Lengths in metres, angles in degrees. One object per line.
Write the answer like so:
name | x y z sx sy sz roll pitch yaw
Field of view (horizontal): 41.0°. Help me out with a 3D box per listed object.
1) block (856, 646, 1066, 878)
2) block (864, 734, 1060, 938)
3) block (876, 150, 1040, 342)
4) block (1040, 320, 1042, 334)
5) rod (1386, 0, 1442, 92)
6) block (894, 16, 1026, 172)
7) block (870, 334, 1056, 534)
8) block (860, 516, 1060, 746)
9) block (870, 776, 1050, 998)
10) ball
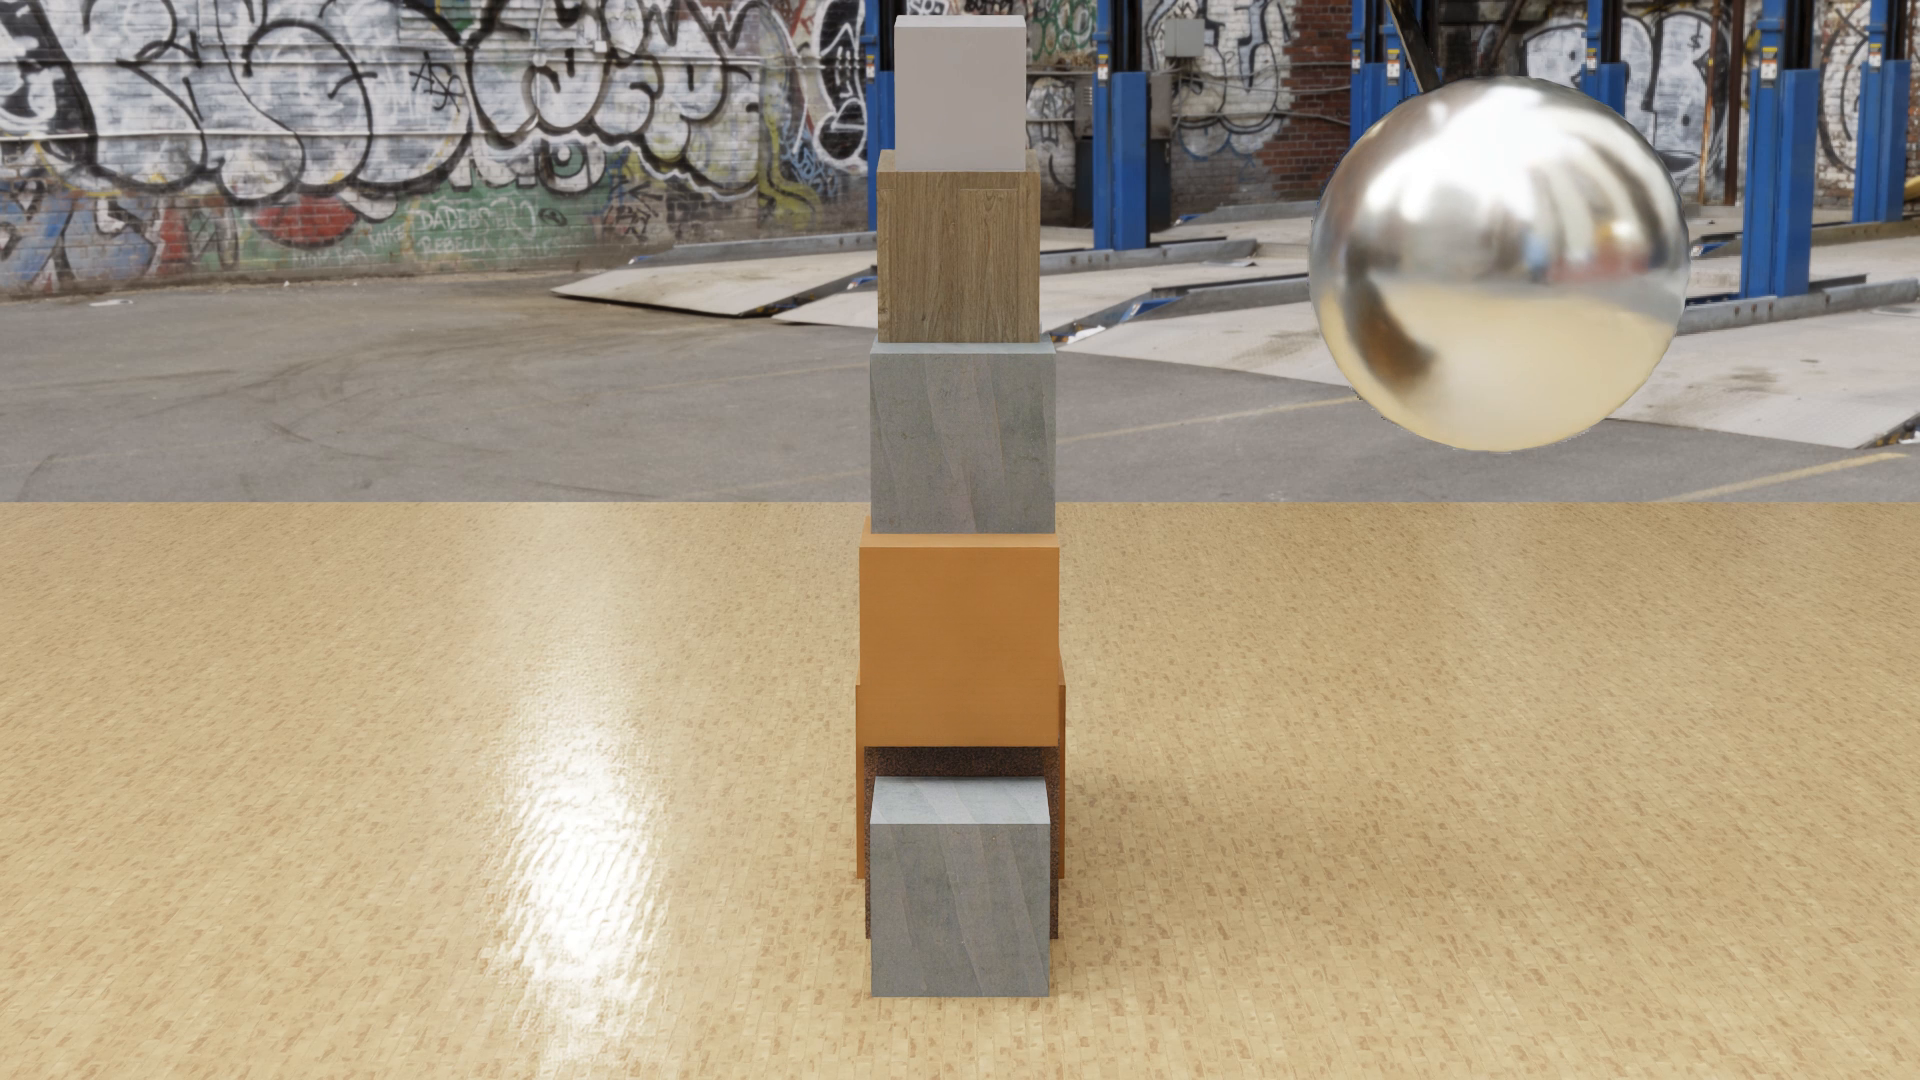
block | 0.003 0.987 11.678 0.917 0.879 0.861 0 10 0
block | 0.007 1.150 10.858 0.792 0.853 0.790 0 10 0
block | -0.006 -1.258 10.910 0.671 0.712 0.671 0 16 0
block | 0.004 -0.591 11.487 0.698 0.827 0.690 0 10 0
rod | 0.994 -4.268 10.404 0.080 5.200 0.080 -22 10 4
block | 0.002 -1.865 10.681 0.533 0.582 0.535 0 16 0
block | 0.012 -0.459 10.741 0.747 0.733 0.803 0 10 0
block | -0.003 0.362 10.542 0.790 0.810 0.721 0 10 0
block | 0.001 1.360 10.147 0.685 0.693 0.666 0 10 0
ball | 2.295 -1.177 10.966 1.600 1.600 1.600 0 10 0
